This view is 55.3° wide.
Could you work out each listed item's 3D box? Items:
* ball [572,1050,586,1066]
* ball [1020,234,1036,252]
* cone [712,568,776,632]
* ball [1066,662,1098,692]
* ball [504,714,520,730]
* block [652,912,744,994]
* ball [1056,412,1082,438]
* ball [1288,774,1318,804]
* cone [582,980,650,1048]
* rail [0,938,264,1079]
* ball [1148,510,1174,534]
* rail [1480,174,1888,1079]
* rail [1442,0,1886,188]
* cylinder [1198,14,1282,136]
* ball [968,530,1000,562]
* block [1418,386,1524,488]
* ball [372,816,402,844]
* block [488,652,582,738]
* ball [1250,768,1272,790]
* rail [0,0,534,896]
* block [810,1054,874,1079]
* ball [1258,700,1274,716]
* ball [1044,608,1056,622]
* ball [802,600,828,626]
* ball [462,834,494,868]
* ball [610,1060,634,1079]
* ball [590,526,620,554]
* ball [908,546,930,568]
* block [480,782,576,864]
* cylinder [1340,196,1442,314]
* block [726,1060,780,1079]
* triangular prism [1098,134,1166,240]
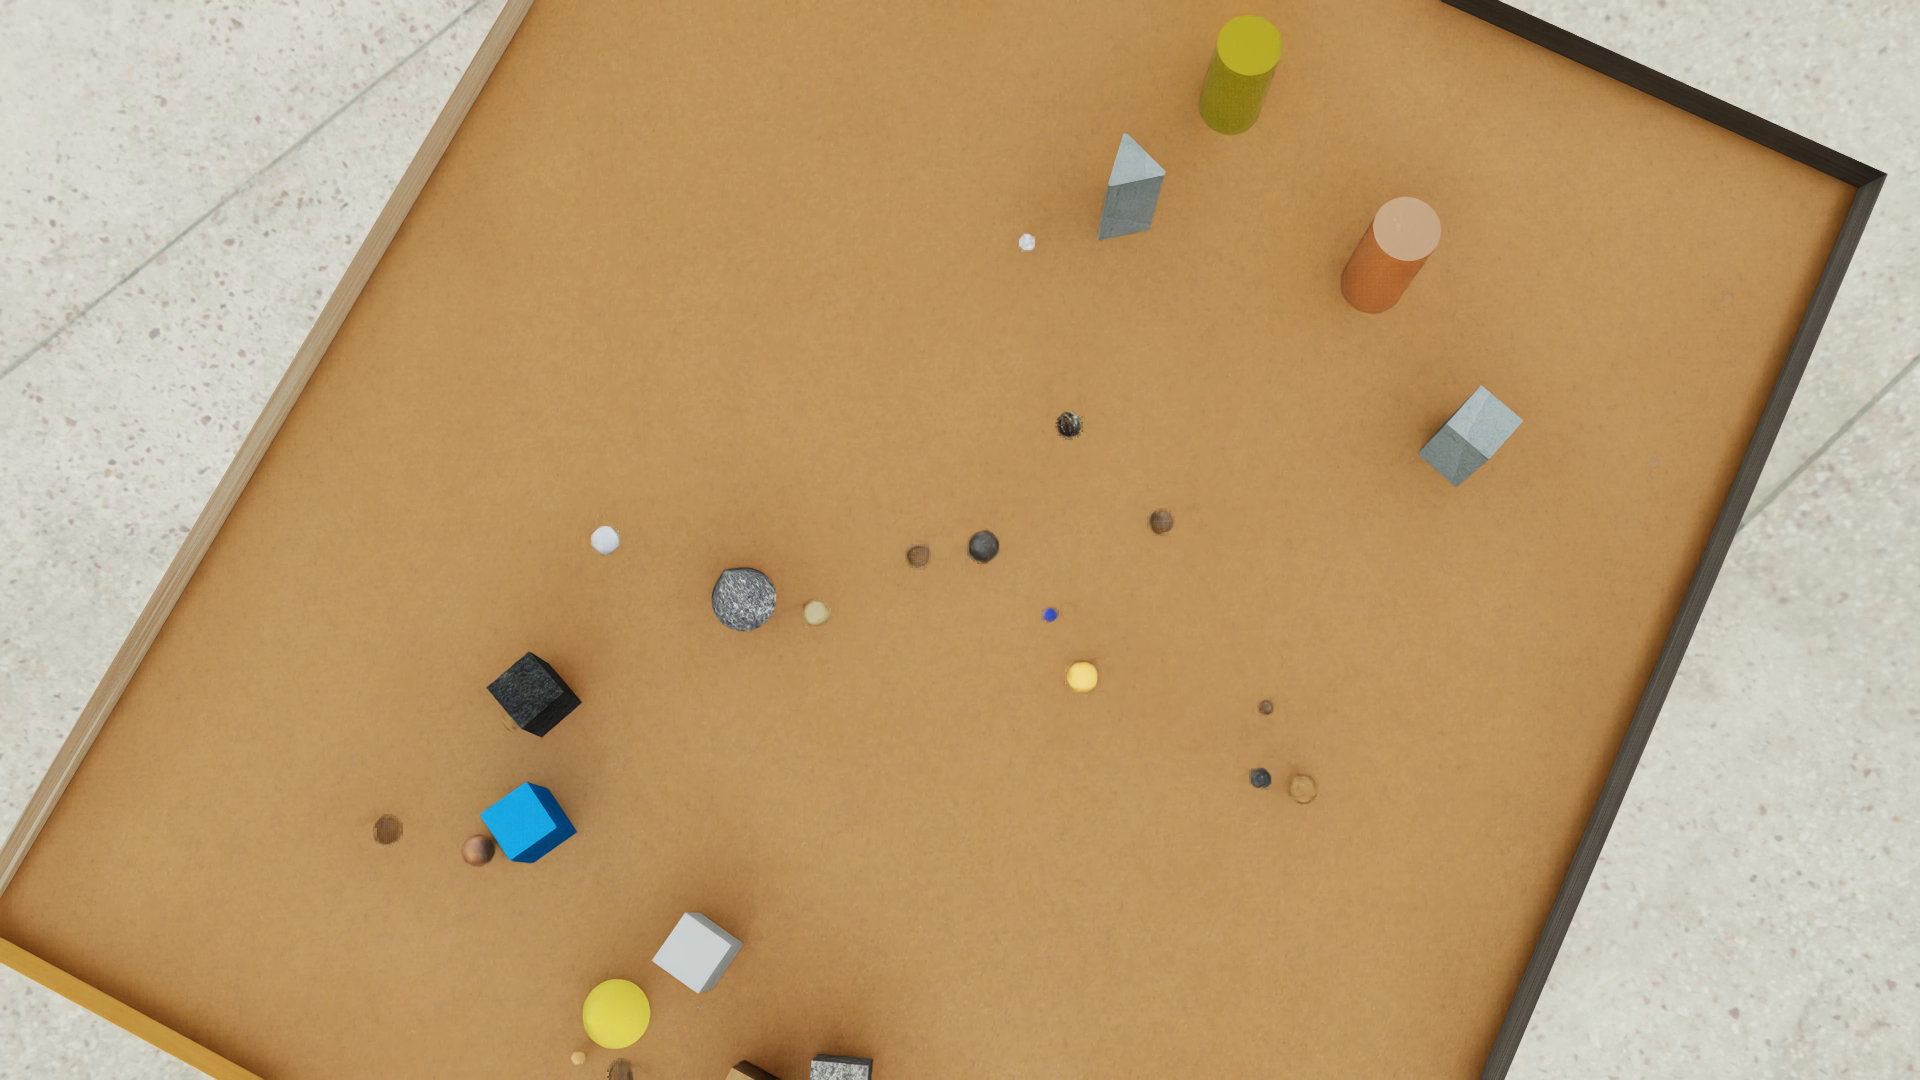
[{"bbox_3d":[-1.099,1.493,5.286,0.042,0.042,0.042,0,78,0],"label":"ball"},{"bbox_3d":[0.213,-0.939,5.784,0.053,0.053,0.053,0,78,0],"label":"ball"},{"bbox_3d":[-0.658,0.131,5.344,0.198,0.481,0.198,0,78,0],"label":"cone"},{"bbox_3d":[0.366,0.410,5.484,0.093,0.093,0.093,0,78,0],"label":"ball"},{"bbox_3d":[-1.338,0.544,5.477,0.054,0.054,0.054,0,78,0],"label":"ball"},{"bbox_3d":[-0.743,1.174,5.222,0.158,0.297,0.158,34,80,7],"label":"block"},{"bbox_3d":[0.336,-0.356,5.650,0.079,0.079,0.079,0,78,0],"label":"ball"},{"bbox_3d":[1.014,0.738,5.420,0.085,0.085,0.085,0,78,0],"label":"ball"},{"bbox_3d":[-1.000,1.335,5.122,0.198,0.428,0.198,0,78,0],"label":"cone"},{"bbox_3d":[-1.034,2.031,5.129,4.146,0.129,0.045,26,80,5],"label":"rail"},{"bbox_3d":[0.613,-0.053,5.590,0.074,0.074,0.074,0,78,0],"label":"ball"},{"bbox_3d":[1.833,0.904,5.363,0.045,0.129,4.670,26,80,5],"label":"rail"},{"bbox_3d":[1.034,-2.018,5.968,4.146,0.129,0.045,26,80,5],"label":"rail"},{"bbox_3d":[0.868,-1.440,5.698,0.198,0.425,0.198,0,78,0],"label":"cylinder"},{"bbox_3d":[0.073,0.019,5.564,0.096,0.096,0.096,0,78,0],"label":"ball"},{"bbox_3d":[1.527,-0.307,5.500,0.158,0.353,0.158,42,81,8],"label":"block"},{"bbox_3d":[-1.688,0.856,5.399,0.079,0.079,0.079,0,78,0],"label":"ball"},{"bbox_3d":[-1.248,0.457,5.388,0.158,0.262,0.158,-41,81,-8],"label":"block"},{"bbox_3d":[0.893,0.708,5.438,0.062,0.062,0.062,0,78,0],"label":"ball"},{"bbox_3d":[-1.833,-0.891,5.734,0.045,0.129,4.670,26,80,5],"label":"rail"},{"bbox_3d":[-0.337,1.545,5.161,0.158,0.265,0.158,5,78,1],"label":"block"},{"bbox_3d":[0.917,0.504,5.490,0.044,0.044,0.044,0,78,0],"label":"ball"},{"bbox_3d":[0.273,0.228,5.549,0.041,0.041,0.041,0,78,0],"label":"ball"},{"bbox_3d":[-0.435,0.221,5.530,0.079,0.079,0.079,0,78,0],"label":"ball"},{"bbox_3d":[-1.414,0.913,5.380,0.094,0.094,0.094,0,78,0],"label":"ball"},{"bbox_3d":[-0.973,1.531,5.265,0.068,0.068,0.068,0,78,0],"label":"ball"},{"bbox_3d":[-1.079,0.001,5.573,0.085,0.085,0.085,0,78,0],"label":"ball"},{"bbox_3d":[-0.126,0.051,5.571,0.069,0.069,0.069,0,78,0],"label":"ball"},{"bbox_3d":[-1.246,0.821,5.304,0.158,0.279,0.158,-35,80,-7],"label":"block"},{"bbox_3d":[1.299,-0.856,5.552,0.198,0.473,0.198,0,78,0],"label":"cylinder"},{"bbox_3d":[-0.591,1.579,5.140,0.158,0.293,0.158,27,80,5],"label":"block"},{"bbox_3d":[0.504,-1.087,5.618,0.171,0.438,0.148,-13,79,-3],"label":"triangular prism"}]
